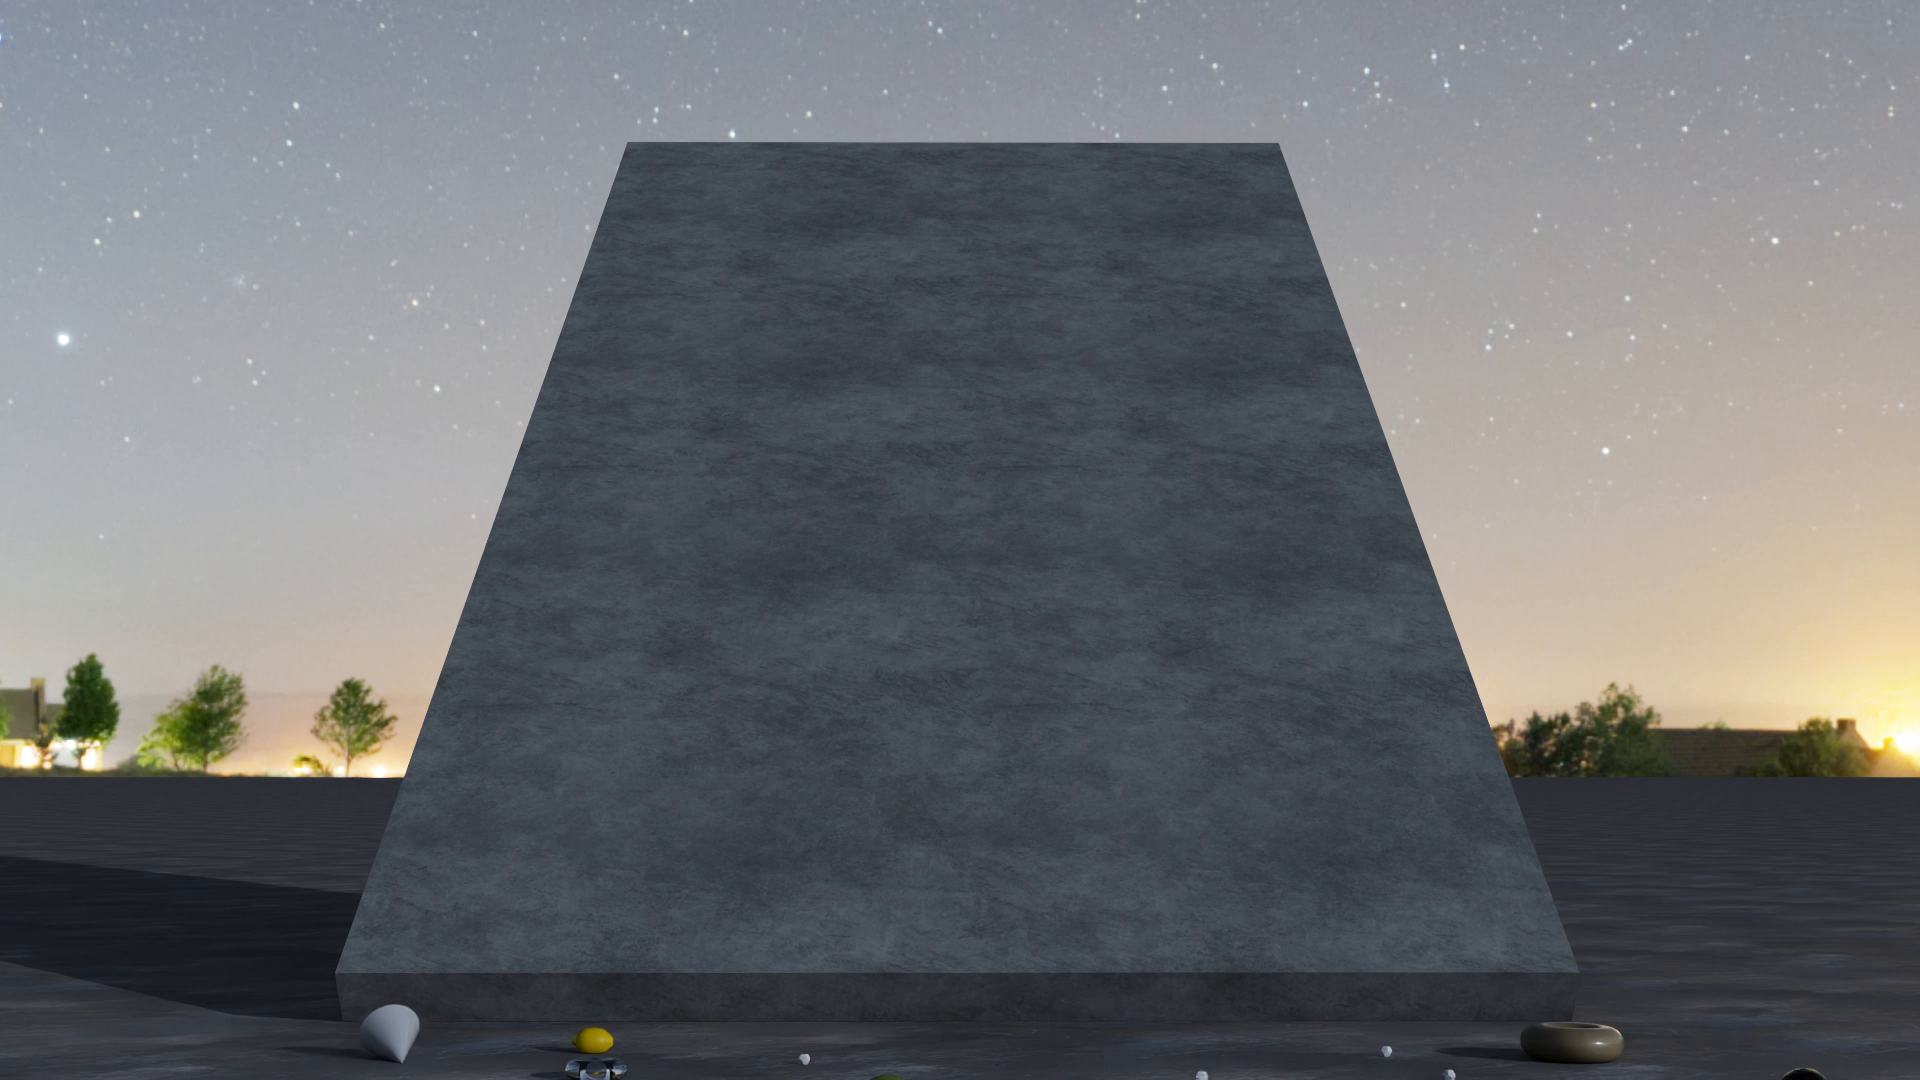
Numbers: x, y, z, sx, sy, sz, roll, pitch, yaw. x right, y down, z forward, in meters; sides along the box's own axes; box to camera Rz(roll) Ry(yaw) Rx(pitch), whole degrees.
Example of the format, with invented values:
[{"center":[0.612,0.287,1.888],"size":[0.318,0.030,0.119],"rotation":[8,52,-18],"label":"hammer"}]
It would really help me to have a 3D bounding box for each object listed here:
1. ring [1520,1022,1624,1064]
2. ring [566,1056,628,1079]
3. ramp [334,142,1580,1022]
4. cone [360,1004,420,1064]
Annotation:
[{"center":[0.866,0.711,3.389],"size":[0.143,0.048,0.143],"rotation":[1,-6,0],"label":"ring"},{"center":[-0.481,0.700,3.168],"size":[0.082,0.027,0.082],"rotation":[0,-7,0],"label":"ring"},{"center":[-0.012,-0.219,5.628],"size":[2.000,0.100,4.000],"rotation":[0,29,0],"label":"ramp"},{"center":[-0.794,0.713,3.371],"size":[0.085,0.085,0.085],"rotation":[3,20,-27],"label":"cone"}]
